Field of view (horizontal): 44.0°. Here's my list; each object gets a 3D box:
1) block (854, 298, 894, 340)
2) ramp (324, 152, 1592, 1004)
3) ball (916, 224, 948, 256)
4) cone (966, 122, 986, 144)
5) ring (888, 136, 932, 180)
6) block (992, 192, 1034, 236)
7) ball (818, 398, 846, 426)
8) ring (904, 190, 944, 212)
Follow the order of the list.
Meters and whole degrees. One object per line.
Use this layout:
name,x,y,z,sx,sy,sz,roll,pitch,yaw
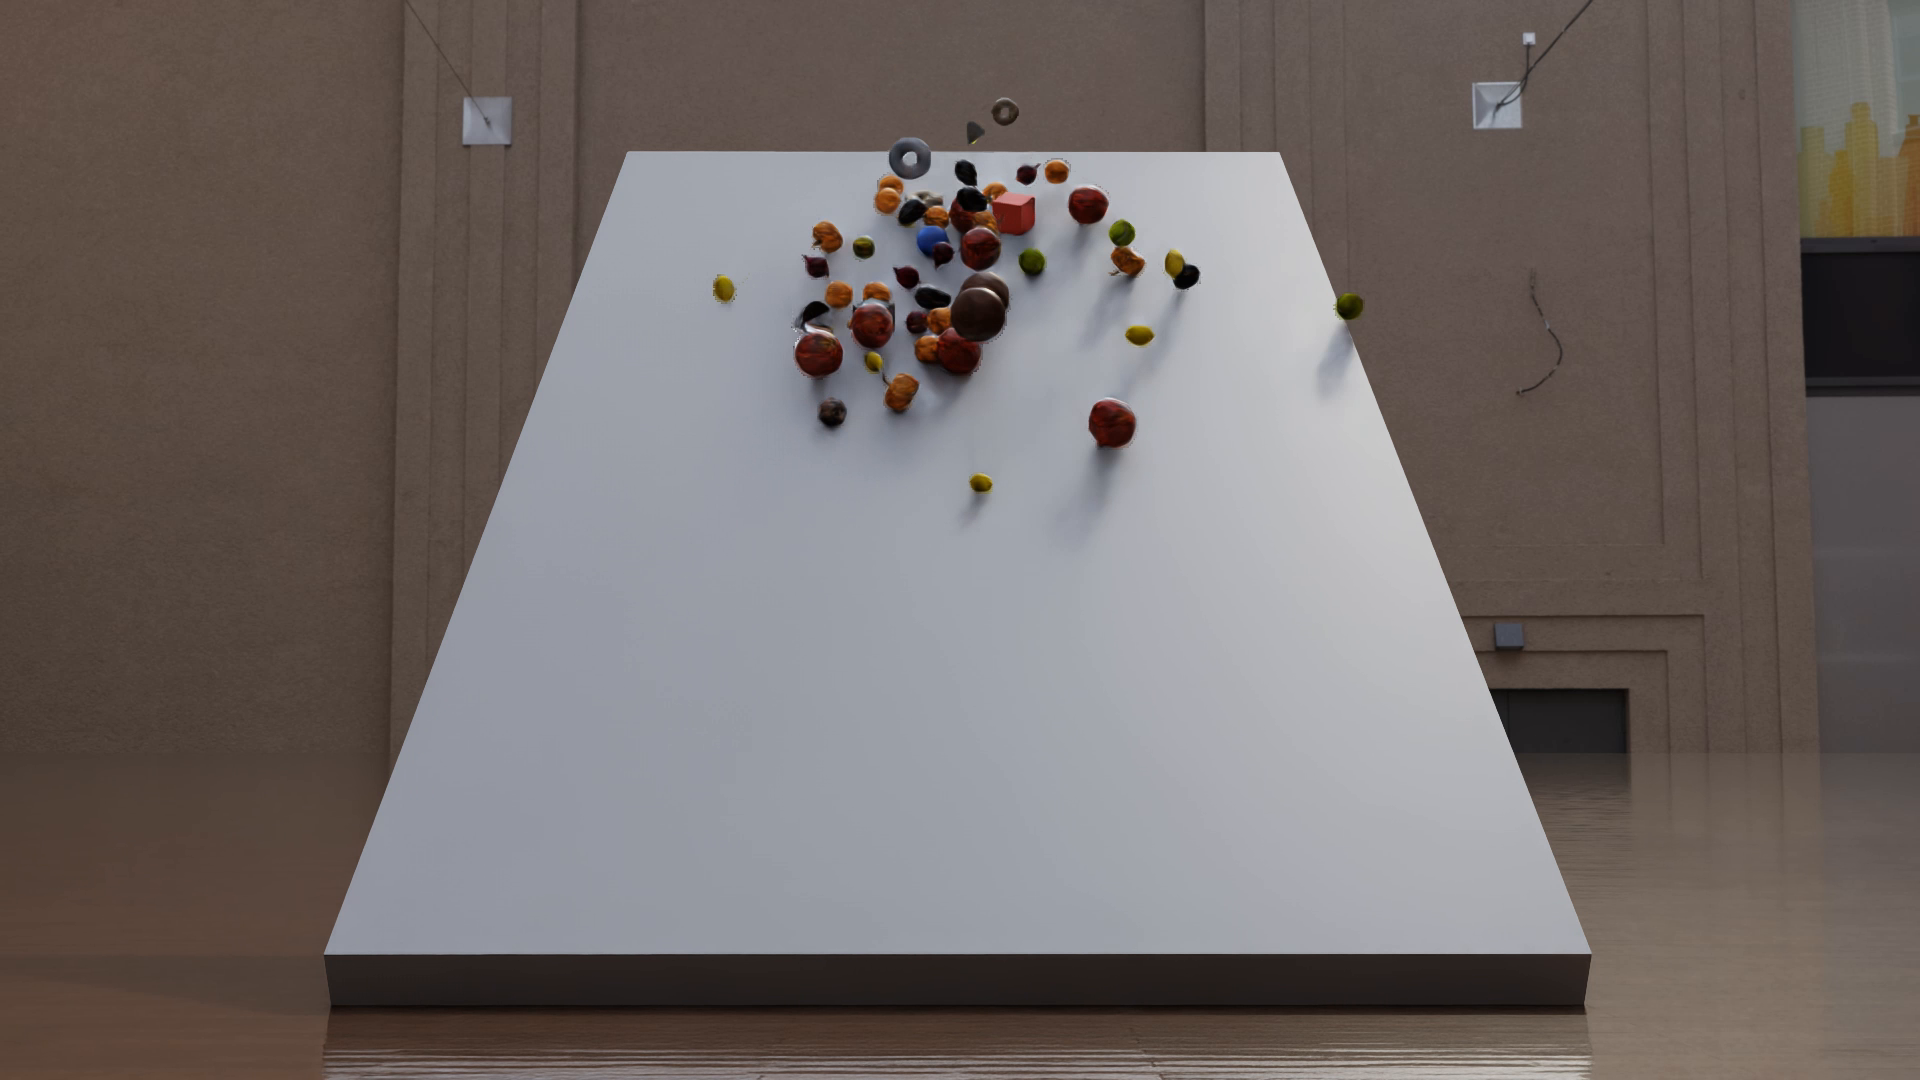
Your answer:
block,-0.217,-0.558,6.000,0.073,0.073,0.073,18,33,31
ramp,-0.011,-0.225,5.548,2.000,0.100,4.000,0,27,0
ball,-0.075,-0.817,6.485,0.085,0.085,0.085,0,-5,0
cone,0.032,-1.130,6.669,0.059,0.059,0.059,22,-20,8
ring,-0.134,-1.027,6.397,0.116,0.116,0.039,0,18,-3
block,0.150,-0.916,6.674,0.088,0.088,0.088,13,30,23
ball,-0.295,-0.295,5.501,0.066,0.066,0.066,0,-5,0
ring,-0.105,-0.975,6.841,0.113,0.038,0.113,-2,28,1
